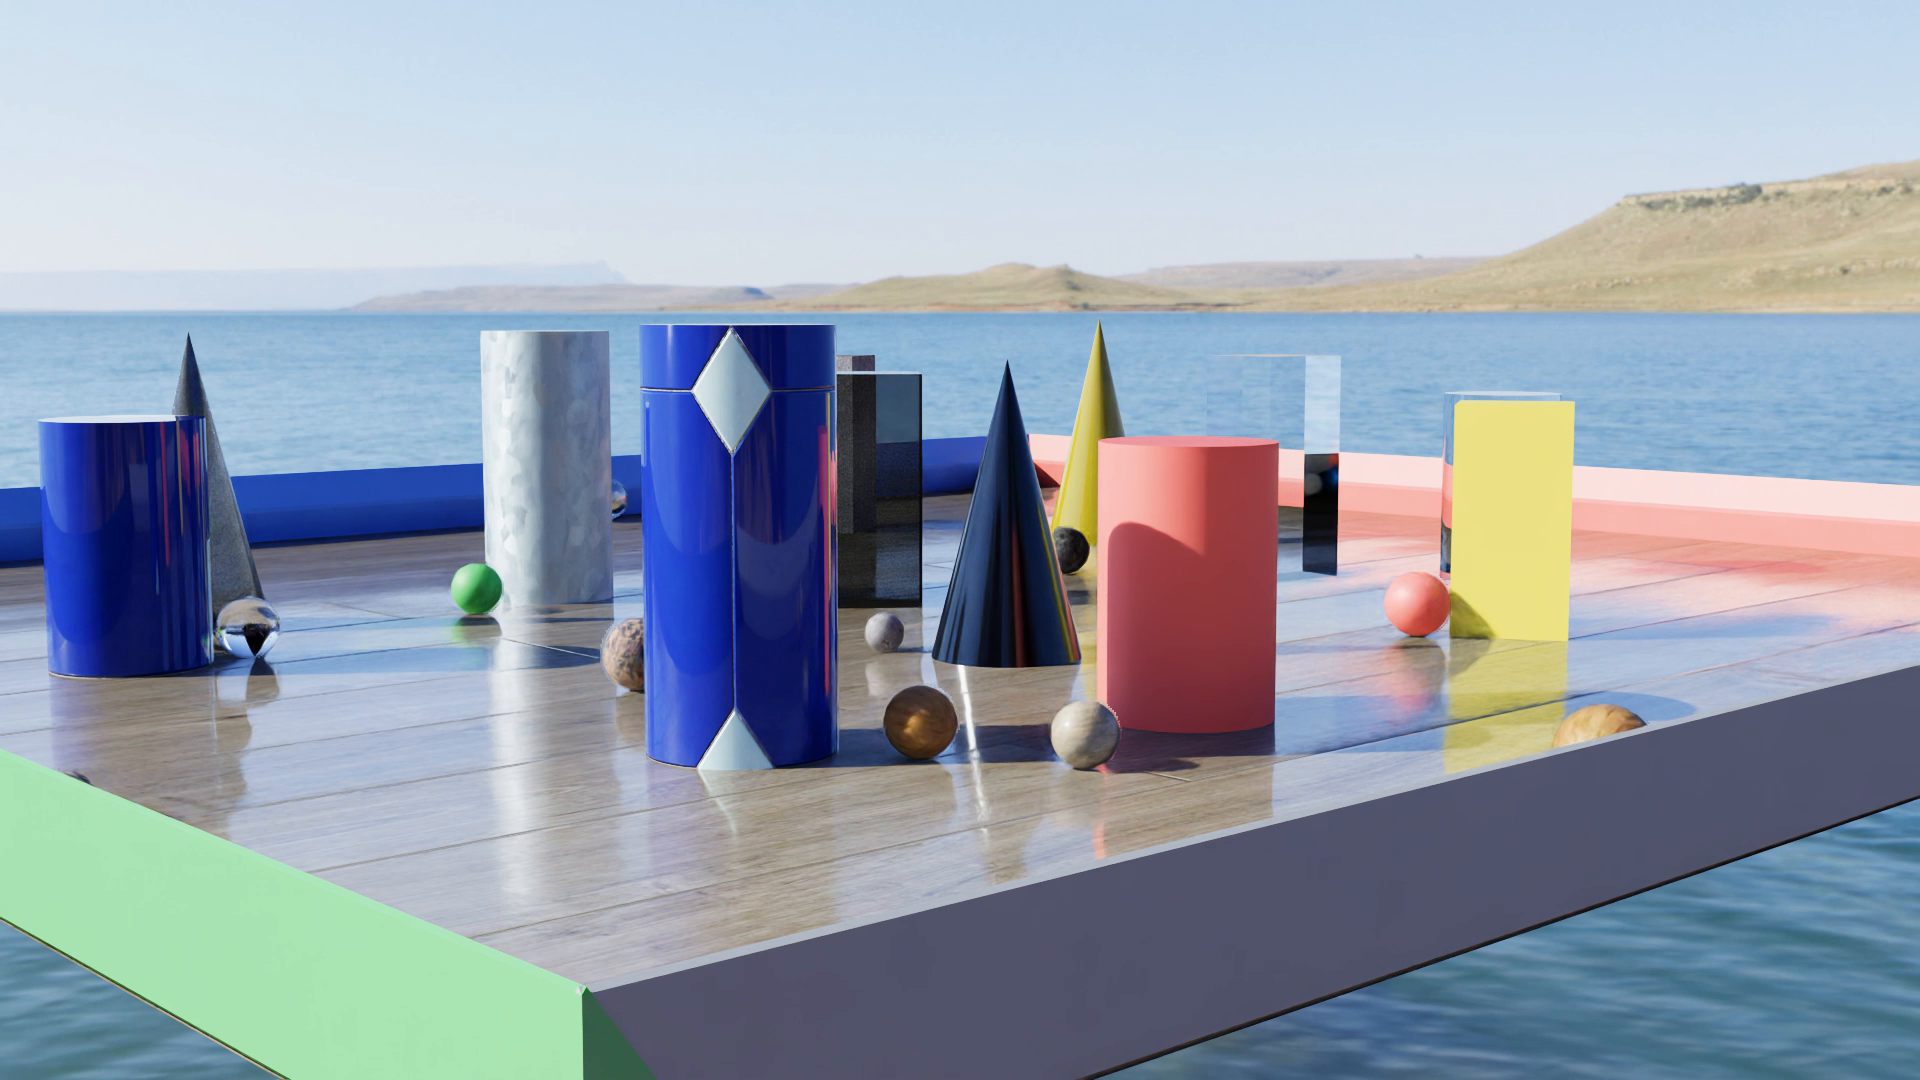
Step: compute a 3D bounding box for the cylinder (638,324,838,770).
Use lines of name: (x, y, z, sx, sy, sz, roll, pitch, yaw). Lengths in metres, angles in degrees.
cylinder: (-0.221, -0.001, 2.208, 0.195, 0.430, 0.195, 0, 6, 0)

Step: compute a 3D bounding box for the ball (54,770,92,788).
ball: (-0.772, 0.223, 1.896, 0.049, 0.049, 0.049, 0, 6, 0)

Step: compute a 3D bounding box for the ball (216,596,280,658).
ball: (-0.911, 0.112, 2.815, 0.080, 0.080, 0.080, 0, 6, 0)

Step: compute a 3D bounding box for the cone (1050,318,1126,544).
cone: (0.268, -0.214, 4.250, 0.195, 0.430, 0.195, 0, 6, 0)

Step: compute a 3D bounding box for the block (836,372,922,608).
block: (-0.139, -0.080, 3.350, 0.156, 0.349, 0.156, 0, 6, -4)

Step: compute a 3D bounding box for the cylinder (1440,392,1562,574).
cylinder: (0.920, -0.098, 3.743, 0.195, 0.303, 0.195, 0, 6, 0)

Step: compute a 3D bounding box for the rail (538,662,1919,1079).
rail: (1.053, 0.152, 2.197, 3.392, 0.127, 0.045, -5, 8, -42)

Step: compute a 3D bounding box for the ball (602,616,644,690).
ball: (-0.377, 0.133, 2.581, 0.086, 0.086, 0.086, 0, 6, 0)

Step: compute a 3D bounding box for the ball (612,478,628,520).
ball: (-0.750, -0.087, 4.661, 0.090, 0.090, 0.090, 0, 6, 0)

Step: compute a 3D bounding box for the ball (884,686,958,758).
ball: (-0.039, 0.181, 2.187, 0.073, 0.073, 0.073, 0, 6, 0)

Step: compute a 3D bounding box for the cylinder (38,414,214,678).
cylinder: (-1.039, 0.004, 2.743, 0.195, 0.310, 0.195, 0, 6, 0)

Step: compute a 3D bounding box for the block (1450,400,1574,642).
block: (0.765, -0.031, 3.043, 0.156, 0.316, 0.156, 2, 6, 16)

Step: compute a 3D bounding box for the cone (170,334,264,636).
cone: (-1.072, -0.084, 3.076, 0.195, 0.415, 0.195, 0, 6, 0)

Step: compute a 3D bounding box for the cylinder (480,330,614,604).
cylinder: (-0.638, -0.117, 3.405, 0.195, 0.412, 0.195, 0, 6, 0)

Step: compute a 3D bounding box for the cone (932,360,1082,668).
cone: (0.060, -0.041, 2.820, 0.195, 0.383, 0.195, 0, 6, 0)

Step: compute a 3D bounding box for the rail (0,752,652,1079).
rail: (-1.229, 0.151, 2.204, 0.045, 0.127, 3.154, -5, 8, -42)

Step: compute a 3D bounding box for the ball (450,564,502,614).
ball: (-0.710, 0.071, 3.229, 0.075, 0.075, 0.075, 0, 6, 0)

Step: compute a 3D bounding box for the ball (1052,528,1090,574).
ball: (0.180, 0.017, 3.724, 0.078, 0.078, 0.078, 0, 6, 0)

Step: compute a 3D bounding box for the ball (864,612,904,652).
ball: (-0.099, 0.120, 2.873, 0.051, 0.051, 0.051, 0, 6, 0)

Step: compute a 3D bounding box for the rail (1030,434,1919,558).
rail: (1.229, -0.085, 4.460, 0.045, 0.127, 3.154, -5, 8, -42)

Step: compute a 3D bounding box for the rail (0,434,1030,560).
rail: (-1.053, -0.086, 4.467, 3.392, 0.127, 0.045, -5, 8, -42)

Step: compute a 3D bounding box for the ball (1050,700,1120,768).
ball: (0.122, 0.189, 2.141, 0.067, 0.067, 0.067, 0, 6, 0)

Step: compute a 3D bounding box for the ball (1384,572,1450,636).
ball: (0.626, 0.087, 3.010, 0.088, 0.088, 0.088, 0, 6, 0)

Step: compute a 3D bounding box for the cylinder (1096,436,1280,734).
cylinder: (0.248, 0.043, 2.402, 0.195, 0.303, 0.195, 0, 6, 0)

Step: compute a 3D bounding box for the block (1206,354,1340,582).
block: (0.524, -0.125, 3.689, 0.156, 0.369, 0.156, -4, 7, -34)

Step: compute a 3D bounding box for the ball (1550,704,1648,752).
ball: (0.579, 0.193, 1.976, 0.093, 0.093, 0.093, 0, 6, 0)

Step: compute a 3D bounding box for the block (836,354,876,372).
block: (-0.272, -0.203, 4.521, 0.156, 0.351, 0.156, 2, 6, 15)
